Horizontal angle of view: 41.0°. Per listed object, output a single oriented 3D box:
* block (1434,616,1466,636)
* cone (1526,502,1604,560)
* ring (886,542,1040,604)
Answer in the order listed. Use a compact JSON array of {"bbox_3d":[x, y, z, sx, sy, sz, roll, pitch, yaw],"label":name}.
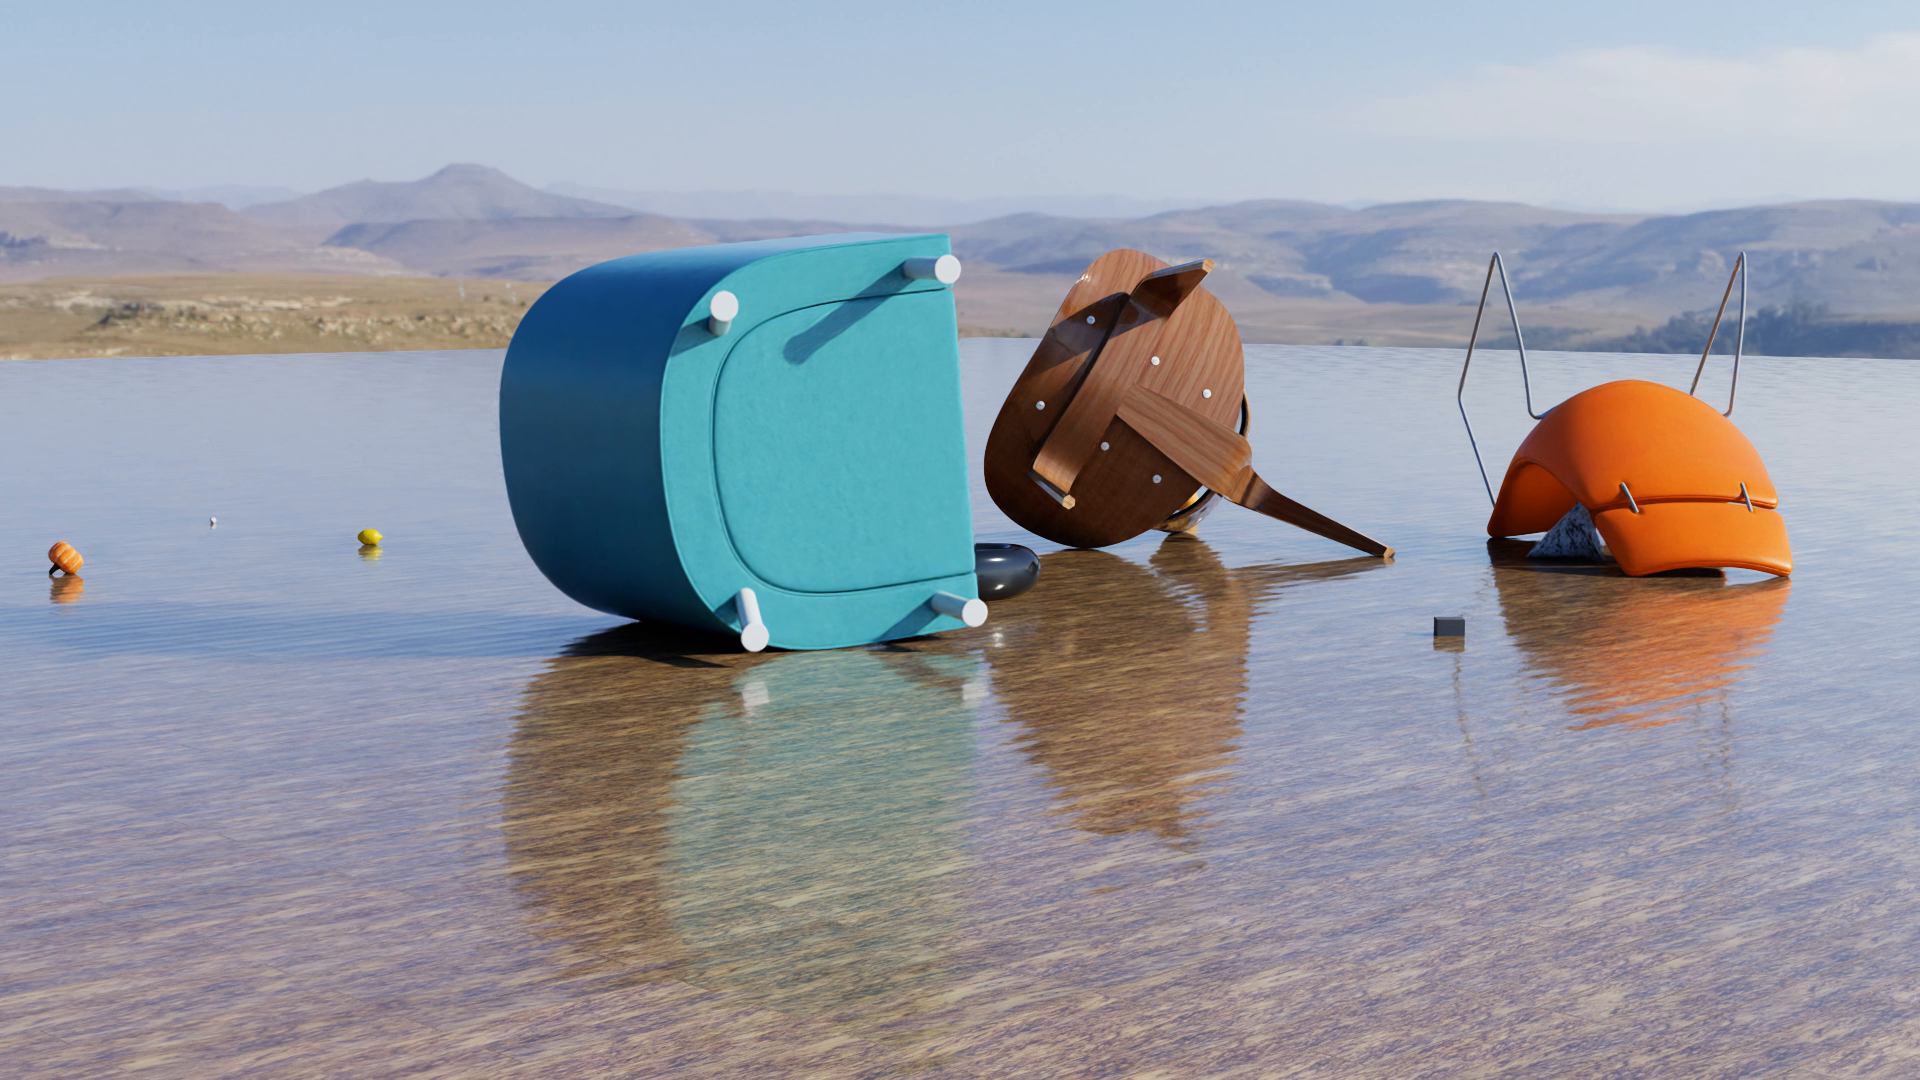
[{"bbox_3d":[0.901,0.159,4.723,0.050,0.030,0.041,0,6,1],"label":"block"},{"bbox_3d":[1.400,0.008,6.004,0.165,0.140,0.193,-23,18,18],"label":"cone"},{"bbox_3d":[0.009,0.067,5.246,0.364,0.108,0.165,-3,8,-33],"label":"ring"}]
